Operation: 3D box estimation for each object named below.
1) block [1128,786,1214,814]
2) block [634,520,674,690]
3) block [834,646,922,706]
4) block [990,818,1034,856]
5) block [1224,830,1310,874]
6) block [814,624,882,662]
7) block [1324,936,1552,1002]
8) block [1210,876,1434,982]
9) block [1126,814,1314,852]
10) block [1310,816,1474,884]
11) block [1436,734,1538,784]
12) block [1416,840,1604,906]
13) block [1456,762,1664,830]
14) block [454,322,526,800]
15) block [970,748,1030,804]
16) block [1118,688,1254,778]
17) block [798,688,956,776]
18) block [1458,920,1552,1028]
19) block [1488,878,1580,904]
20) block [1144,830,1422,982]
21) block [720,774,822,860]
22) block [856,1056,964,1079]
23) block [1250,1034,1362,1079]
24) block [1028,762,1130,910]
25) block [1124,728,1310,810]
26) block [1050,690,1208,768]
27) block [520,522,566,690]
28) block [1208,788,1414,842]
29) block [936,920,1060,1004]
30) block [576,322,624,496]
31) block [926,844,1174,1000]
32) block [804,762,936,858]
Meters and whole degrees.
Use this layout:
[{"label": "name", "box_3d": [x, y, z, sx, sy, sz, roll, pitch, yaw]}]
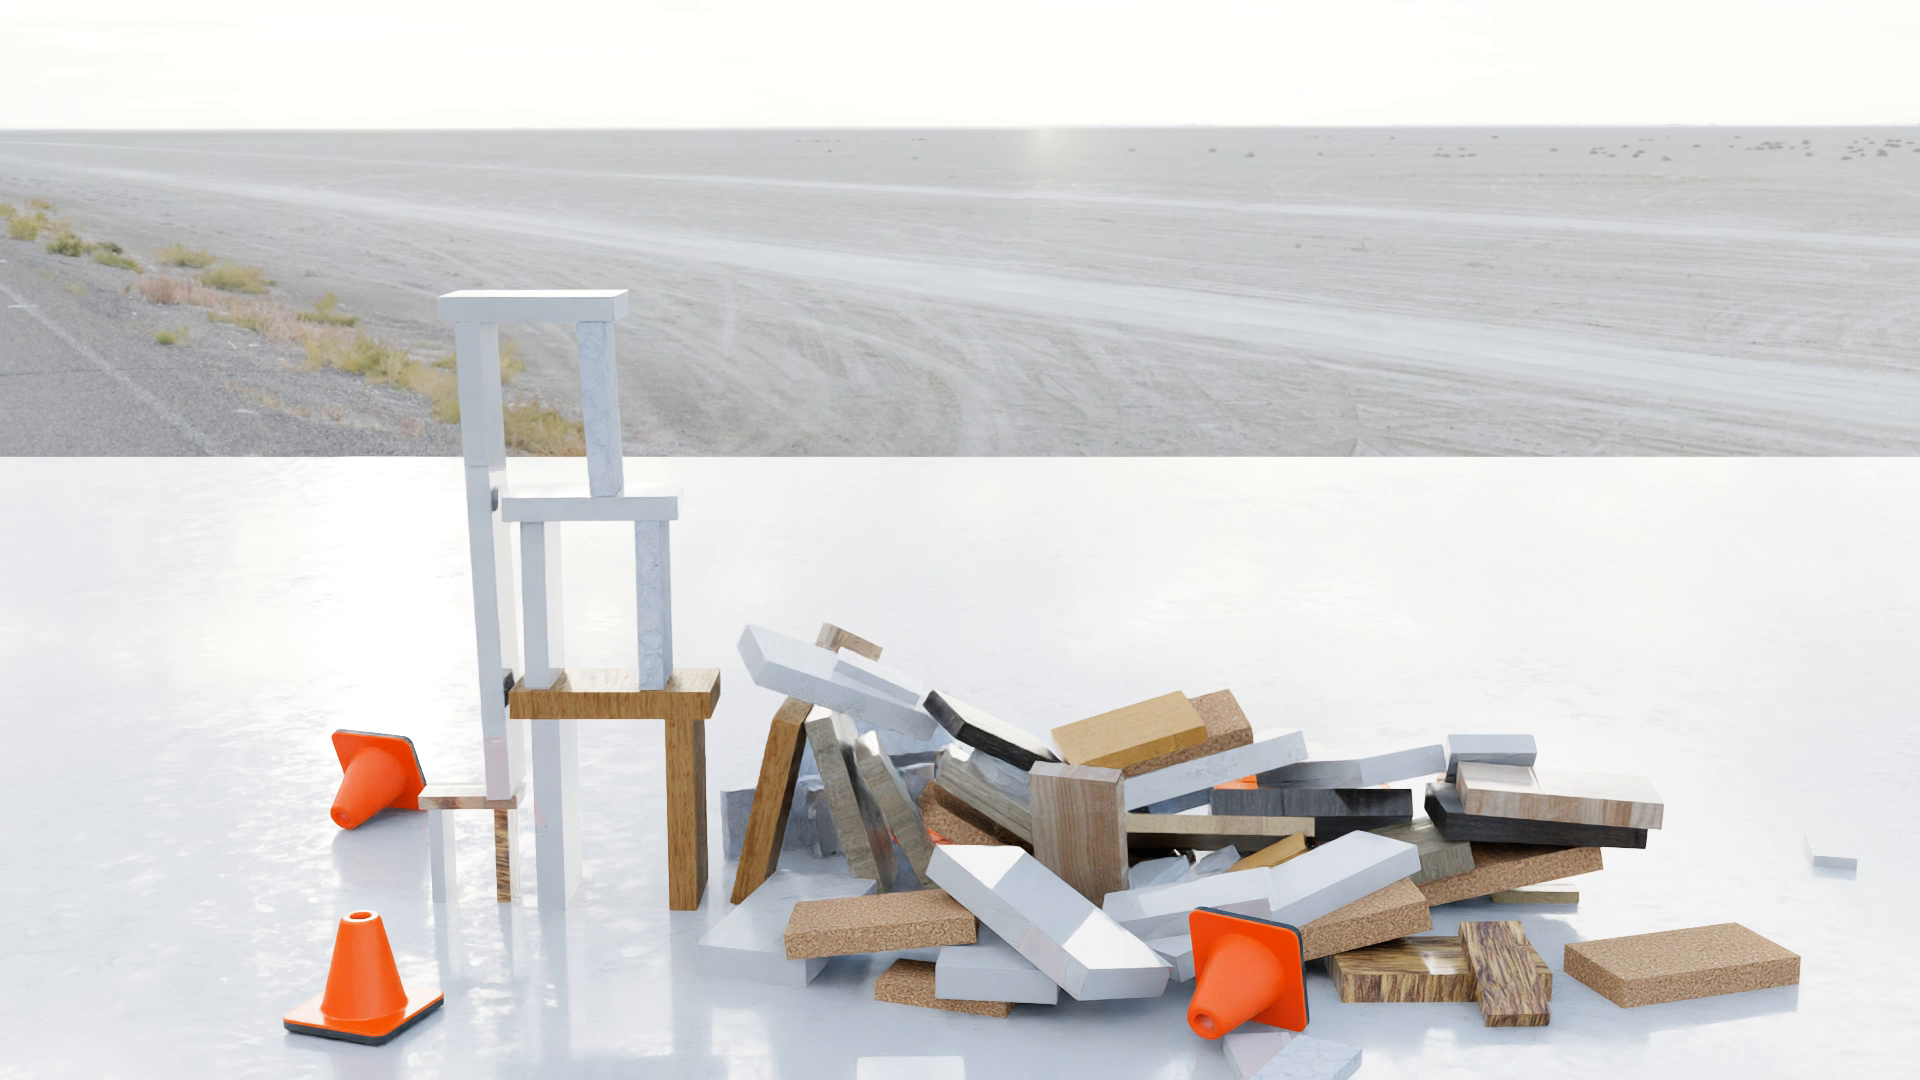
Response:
[{"label": "block", "box_3d": [0.371, 0.458, 3.907, 0.120, 0.034, 0.240, -15, -2, -6]}, {"label": "block", "box_3d": [-0.498, 0.092, 3.578, 0.039, 0.276, 0.138, 0, 11, -1]}, {"label": "block", "box_3d": [-0.137, 0.228, 3.672, 0.149, 0.021, 0.075, 25, 12, -5]}, {"label": "block", "box_3d": [0.153, 0.511, 3.665, 0.224, 0.032, 0.112, 32, 7, -14]}, {"label": "block", "box_3d": [0.488, 0.543, 3.611, 0.186, 0.026, 0.093, -28, 7, 10]}, {"label": "block", "box_3d": [-0.259, 0.332, 4.098, 0.120, 0.333, 0.034, 27, -12, -28]}, {"label": "block", "box_3d": [0.710, 0.640, 3.283, 0.306, 0.043, 0.153, 0, 11, -1]}, {"label": "block", "box_3d": [0.533, 0.584, 3.359, 0.336, 0.048, 0.168, -14, 10, -1]}, {"label": "block", "box_3d": [0.432, 0.496, 3.722, 0.333, 0.032, 0.112, 0, -22, 9]}, {"label": "block", "box_3d": [0.663, 0.534, 3.615, 0.326, 0.046, 0.163, -15, 11, 1]}, {"label": "block", "box_3d": [0.886, 0.441, 3.762, 0.143, 0.286, 0.041, 0, 45, 0]}, {"label": "block", "box_3d": [0.876, 0.531, 3.638, 0.326, 0.046, 0.163, -12, 11, -1]}, {"label": "block", "box_3d": [0.971, 0.414, 3.575, 0.306, 0.043, 0.153, 4, 11, 6]}, {"label": "block", "box_3d": [-0.760, 0.028, 3.569, 0.039, 0.775, 0.137, -2, 10, 0]}, {"label": "block", "box_3d": [0.117, 0.408, 3.628, 0.202, 0.029, 0.101, 29, 8, -30]}, {"label": "block", "box_3d": [0.361, 0.333, 3.770, 0.255, 0.036, 0.127, -14, 29, -5]}, {"label": "block", "box_3d": [-0.174, 0.403, 4.101, 0.356, 0.178, 0.050, -12, 8, -31]}, {"label": "block", "box_3d": [0.788, 0.628, 3.189, 0.090, 0.026, 0.180, -1, 36, -2]}, {"label": "block", "box_3d": [0.949, 0.582, 3.657, 0.142, 0.020, 0.071, 0, 11, 1]}, {"label": "block", "box_3d": [0.478, 0.553, 3.352, 0.464, 0.041, 0.143, -19, 12, -27]}, {"label": "block", "box_3d": [-0.305, 0.486, 3.897, 0.239, 0.119, 0.034, -6, 6, -28]}, {"label": "block", "box_3d": [-0.063, 0.733, 2.792, 0.141, 0.040, 0.282, 0, 11, -1]}, {"label": "block", "box_3d": [0.445, 0.700, 2.866, 0.090, 0.026, 0.203, 6, 12, 30]}, {"label": "block", "box_3d": [0.189, 0.486, 3.452, 0.141, 0.282, 0.040, 4, 25, 19]}, {"label": "block", "box_3d": [0.389, 0.406, 3.813, 0.400, 0.050, 0.178, -15, -2, -5]}, {"label": "block", "box_3d": [0.285, 0.331, 3.729, 0.239, 0.034, 0.120, -16, 29, -8]}, {"label": "block", "box_3d": [-0.679, 0.092, 3.579, 0.039, 0.276, 0.138, 0, 11, 0]}, {"label": "block", "box_3d": [0.596, 0.473, 3.766, 0.336, 0.048, 0.168, -1, -23, 4]}, {"label": "block", "box_3d": [0.073, 0.603, 3.306, 0.174, 0.049, 0.348, 1, 11, 7]}, {"label": "block", "box_3d": [-0.573, -0.216, 3.513, 0.039, 0.274, 0.137, -3, 11, -1]}, {"label": "block", "box_3d": [0.127, 0.557, 3.230, 0.174, 0.049, 0.362, 8, 17, -42]}, {"label": "block", "box_3d": [-0.152, 0.477, 3.899, 0.239, 0.119, 0.034, -10, 4, -28]}]
